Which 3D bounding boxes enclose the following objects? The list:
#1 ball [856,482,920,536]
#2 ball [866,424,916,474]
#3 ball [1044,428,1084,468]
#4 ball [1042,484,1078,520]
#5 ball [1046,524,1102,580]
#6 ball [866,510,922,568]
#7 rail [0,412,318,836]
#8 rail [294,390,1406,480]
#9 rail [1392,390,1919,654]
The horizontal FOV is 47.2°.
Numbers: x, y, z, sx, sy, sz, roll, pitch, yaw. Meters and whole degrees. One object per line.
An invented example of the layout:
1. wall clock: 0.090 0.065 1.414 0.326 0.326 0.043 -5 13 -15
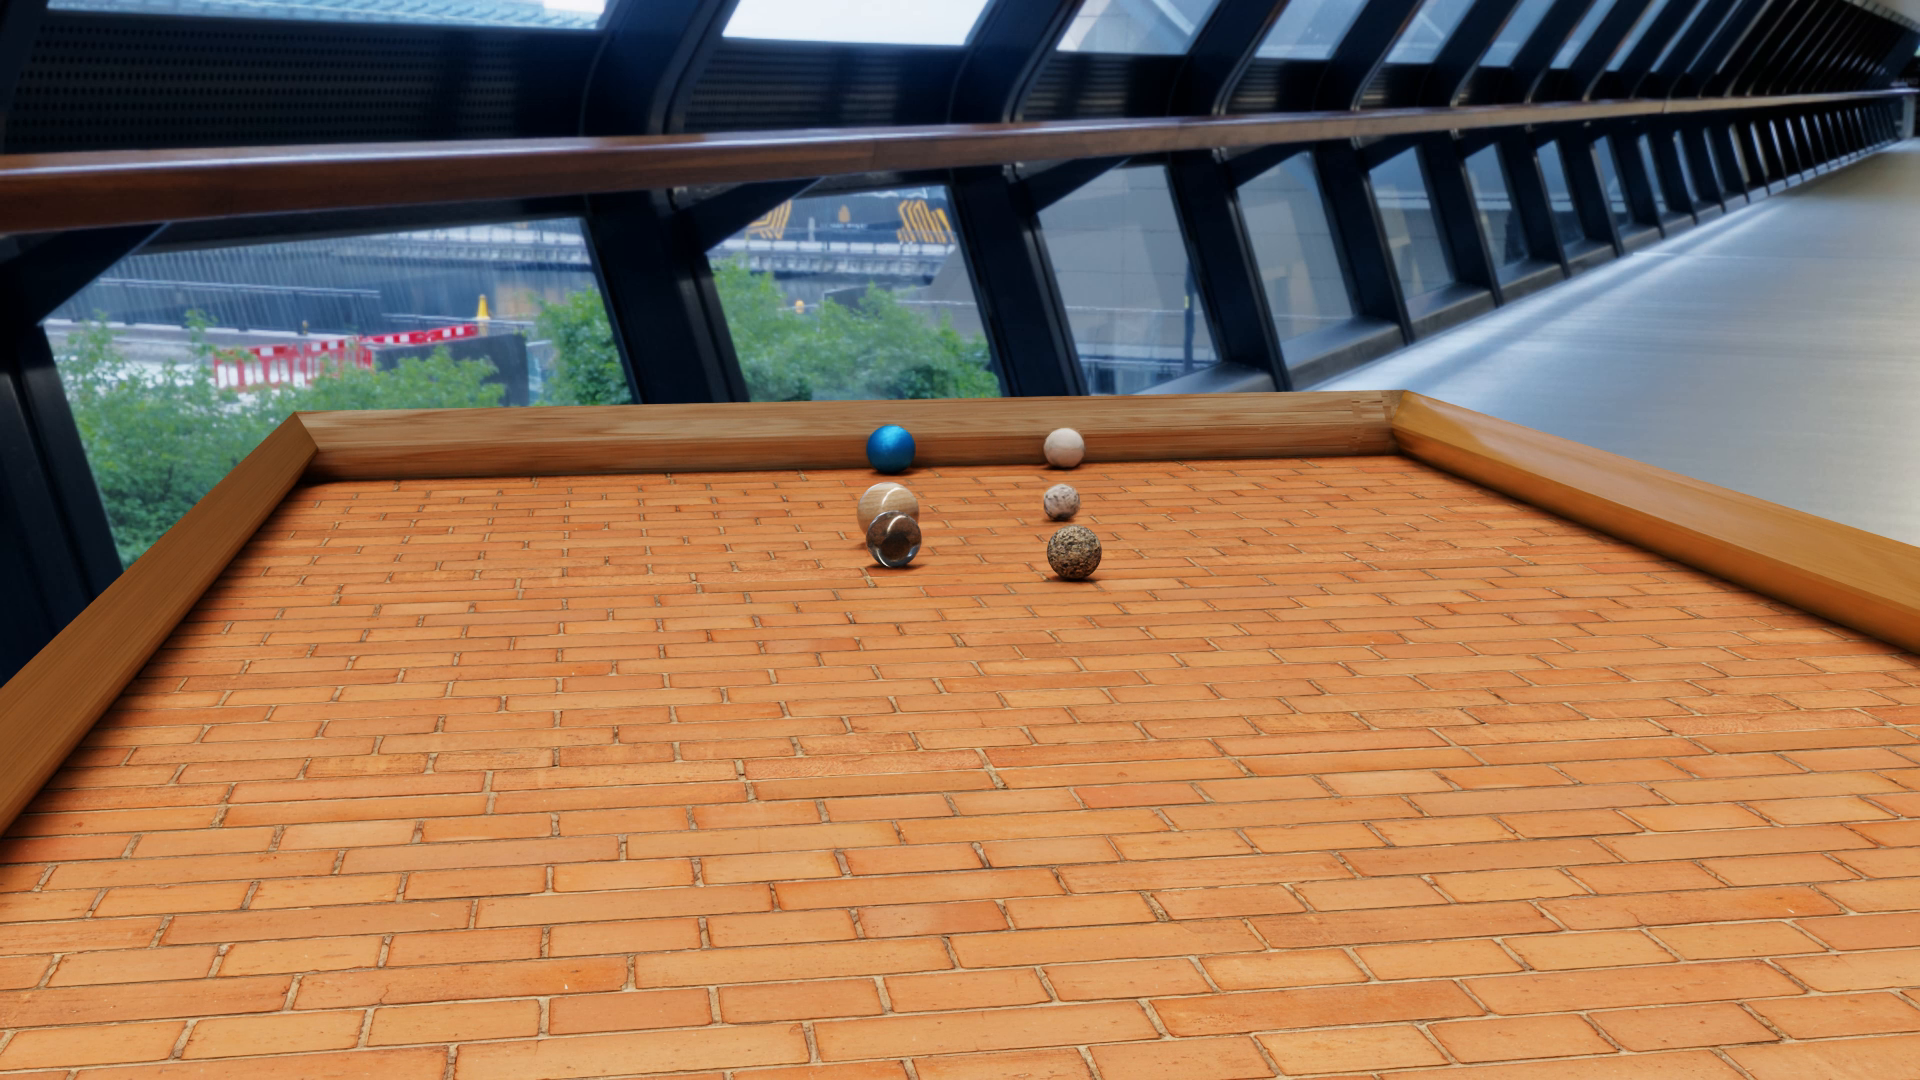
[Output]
1. ball: -0.113 -0.041 3.450 0.100 0.100 0.100 0 10 0
2. ball: -0.131 -0.172 4.183 0.093 0.093 0.093 0 10 0
3. ball: 0.202 -0.177 4.251 0.079 0.079 0.079 0 10 0
4. ball: 0.168 -0.063 3.678 0.061 0.061 0.061 0 10 0
5. ball: 0.166 0.018 3.184 0.080 0.080 0.080 0 10 0
6. ball: -0.099 -0.002 3.278 0.084 0.084 0.084 0 10 0
7. rail: -0.875 0.188 2.113 0.045 0.130 4.079 -2 11 -9
8. rail: -0.165 -0.202 4.240 2.164 0.130 0.045 -2 11 -9
9. rail: 1.212 0.125 2.457 0.045 0.130 4.079 -2 11 -9
